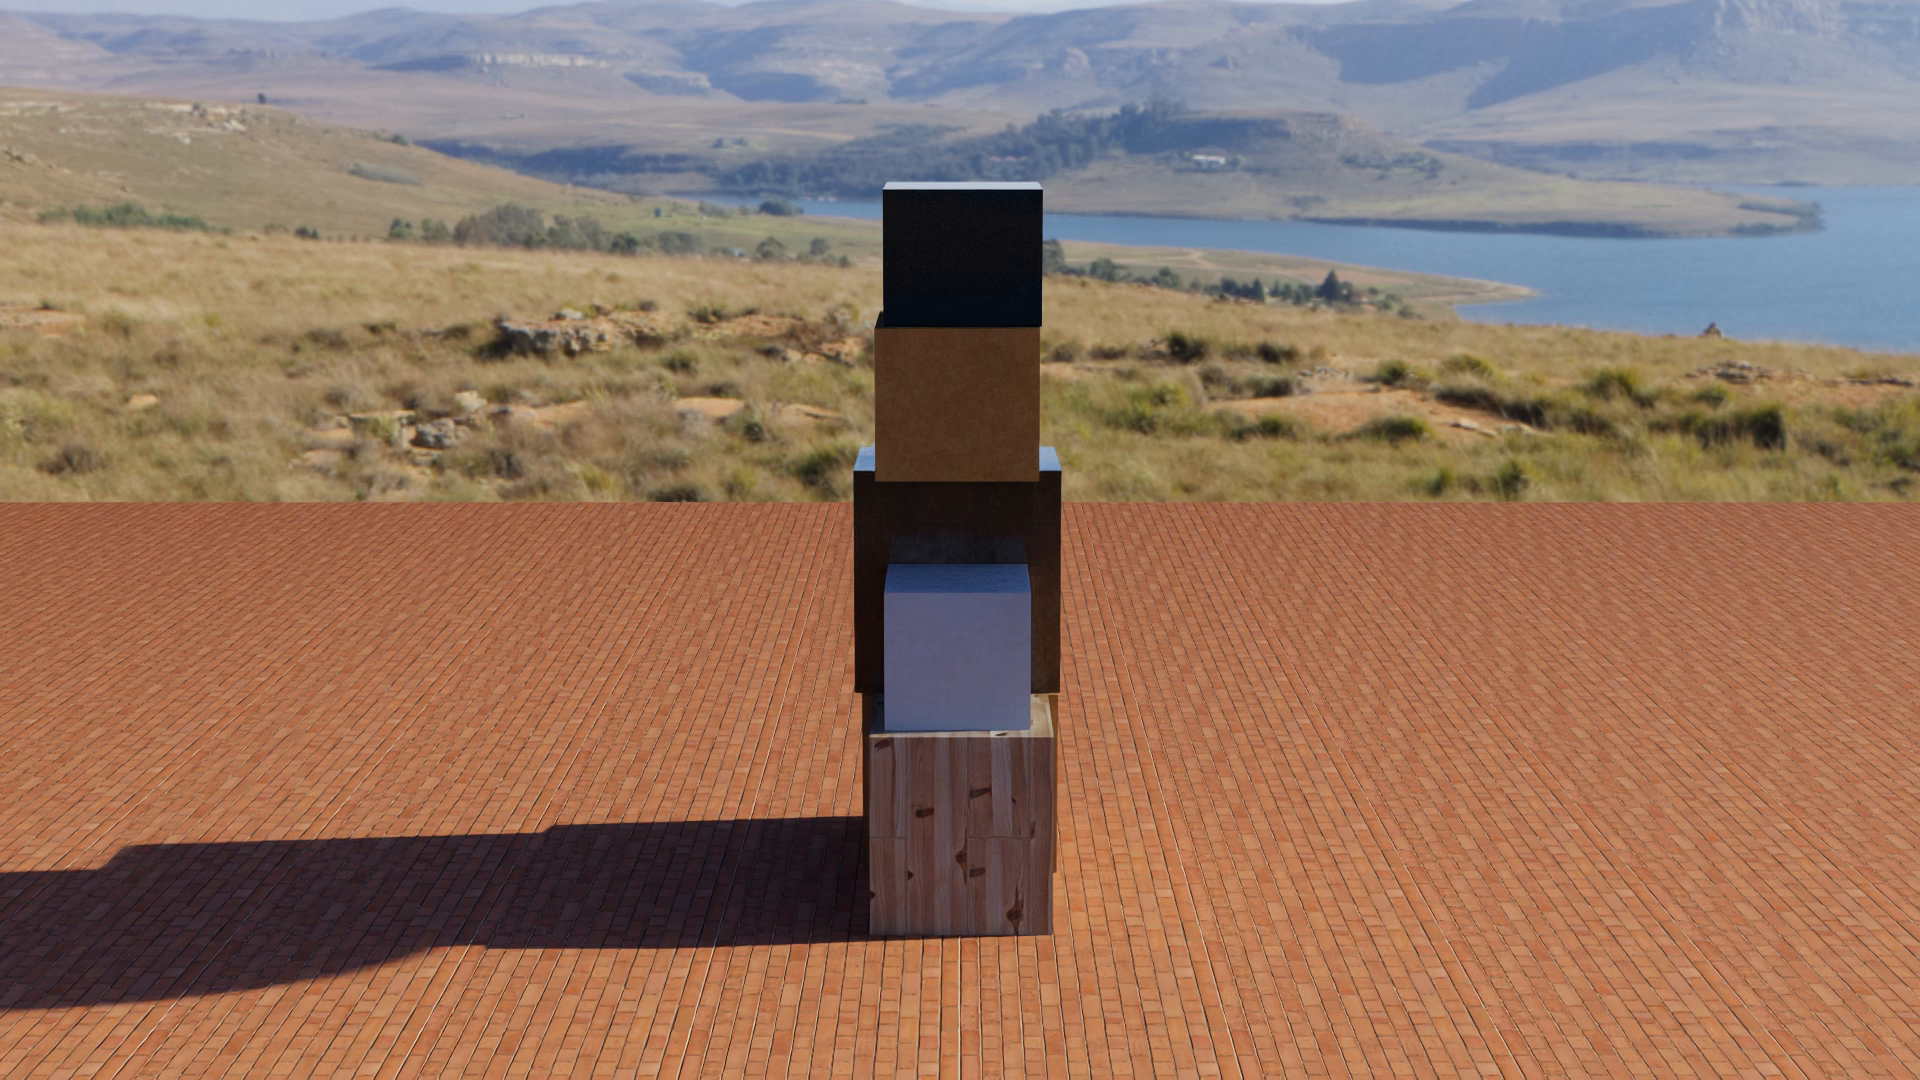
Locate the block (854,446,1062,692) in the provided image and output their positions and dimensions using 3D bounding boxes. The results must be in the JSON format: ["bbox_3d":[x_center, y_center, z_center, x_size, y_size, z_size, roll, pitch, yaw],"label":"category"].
[{"bbox_3d":[-0.011,0.117,11.538,0.895,0.977,0.869,0,9,0],"label":"block"}]

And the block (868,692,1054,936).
[{"bbox_3d":[0.006,1.143,10.925,0.754,0.842,0.826,0,10,0],"label":"block"}]

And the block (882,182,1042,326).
[{"bbox_3d":[0.011,-1.230,10.976,0.662,0.569,0.646,0,11,0],"label":"block"}]

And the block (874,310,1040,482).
[{"bbox_3d":[-0.011,-0.635,11.088,0.687,0.641,0.809,0,11,0],"label":"block"}]

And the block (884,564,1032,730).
[{"bbox_3d":[-0.010,0.443,10.814,0.601,0.576,0.627,0,10,0],"label":"block"}]

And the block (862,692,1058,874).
[{"bbox_3d":[0.000,1.000,11.787,0.861,0.814,0.902,0,10,0],"label":"block"}]
